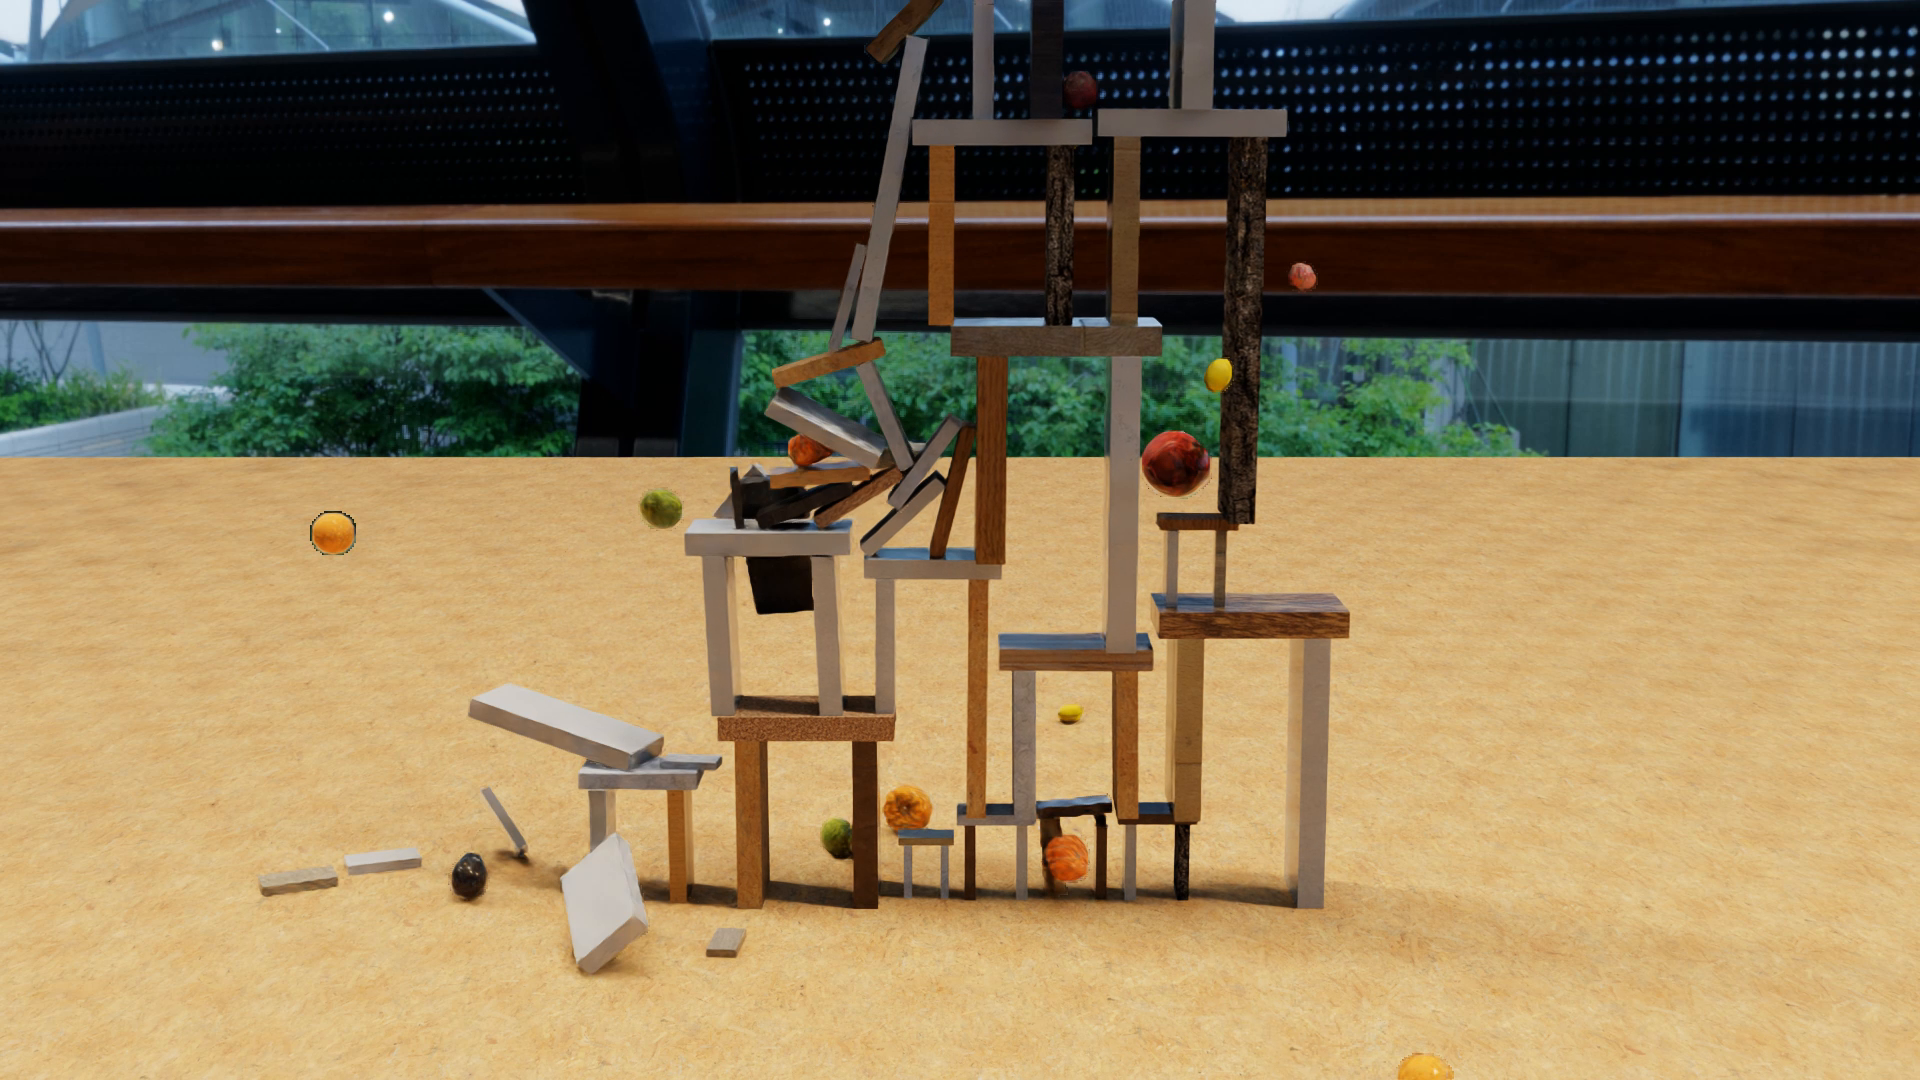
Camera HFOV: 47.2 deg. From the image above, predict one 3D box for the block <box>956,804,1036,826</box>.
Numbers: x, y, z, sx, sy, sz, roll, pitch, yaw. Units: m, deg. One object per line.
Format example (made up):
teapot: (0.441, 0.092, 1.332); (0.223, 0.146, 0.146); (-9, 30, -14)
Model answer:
block: (0.059, 0.455, 3.644); (0.129, 0.018, 0.064); (0, 11, 0)

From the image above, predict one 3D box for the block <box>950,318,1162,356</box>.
block: (0.150, -0.323, 3.495); (0.329, 0.047, 0.165); (0, 11, 0)

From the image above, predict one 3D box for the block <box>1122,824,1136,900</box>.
block: (0.281, 0.526, 3.656); (0.018, 0.130, 0.065); (0, 11, 0)

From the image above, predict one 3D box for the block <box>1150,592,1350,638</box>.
block: (0.469, 0.123, 3.585); (0.304, 0.043, 0.152); (0, 11, -1)

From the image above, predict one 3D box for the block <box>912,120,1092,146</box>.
block: (0.065, -0.638, 3.443); (0.276, 0.039, 0.138); (0, 11, 0)

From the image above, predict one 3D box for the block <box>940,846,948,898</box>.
block: (-0.025, 0.545, 3.659); (0.013, 0.092, 0.046); (0, 11, 0)

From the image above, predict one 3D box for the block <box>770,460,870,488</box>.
block: (-0.224, -0.106, 3.522); (0.158, 0.022, 0.079); (-5, 10, -4)

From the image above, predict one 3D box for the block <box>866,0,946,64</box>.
block: (-0.052, -0.832, 3.407); (0.032, 0.226, 0.113); (44, 11, -7)

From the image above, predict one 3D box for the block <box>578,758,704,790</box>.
block: (-0.526, 0.386, 3.635); (0.194, 0.027, 0.097); (0, 11, 1)

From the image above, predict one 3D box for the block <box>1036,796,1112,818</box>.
block: (0.188, 0.447, 3.678); (0.126, 0.018, 0.063); (-4, 4, -5)

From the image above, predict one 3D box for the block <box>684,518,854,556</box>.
block: (-0.306, -0.005, 3.558); (0.262, 0.037, 0.131); (0, 11, 0)

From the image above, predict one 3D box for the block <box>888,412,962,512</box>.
block: (-0.057, -0.127, 3.536); (0.024, 0.168, 0.084); (36, 8, -6)

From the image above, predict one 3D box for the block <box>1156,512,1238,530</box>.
block: (0.383, -0.030, 3.552); (0.125, 0.018, 0.063); (0, 11, -2)

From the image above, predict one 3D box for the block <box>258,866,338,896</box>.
block: (-1.115, 0.574, 3.703); (0.123, 0.017, 0.062); (-5, 13, -25)

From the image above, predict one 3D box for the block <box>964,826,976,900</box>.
block: (0.017, 0.527, 3.657); (0.018, 0.129, 0.064); (0, 11, 0)

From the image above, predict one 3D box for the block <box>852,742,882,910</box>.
block: (-0.154, 0.451, 3.640); (0.040, 0.283, 0.142); (0, 11, 0)

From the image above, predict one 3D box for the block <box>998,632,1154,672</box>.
block: (0.187, 0.182, 3.595); (0.247, 0.035, 0.124); (0, 11, 1)

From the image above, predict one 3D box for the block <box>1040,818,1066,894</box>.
block: (0.154, 0.522, 3.672); (0.018, 0.126, 0.063); (-5, 5, -15)

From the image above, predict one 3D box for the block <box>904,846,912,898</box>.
block: (-0.086, 0.545, 3.659); (0.013, 0.092, 0.046); (0, 11, 0)

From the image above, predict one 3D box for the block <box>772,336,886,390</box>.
block: (-0.209, -0.283, 3.498); (0.181, 0.026, 0.090); (-17, 10, -2)

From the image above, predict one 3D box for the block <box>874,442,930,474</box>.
block: (-0.107, -0.138, 3.610); (0.124, 0.018, 0.062); (4, -33, -9)

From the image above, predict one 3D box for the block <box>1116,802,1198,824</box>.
block: (0.325, 0.453, 3.643); (0.131, 0.018, 0.065); (0, 11, 0)

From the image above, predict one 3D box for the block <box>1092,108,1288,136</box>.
block: (0.355, -0.652, 3.438); (0.290, 0.041, 0.145); (0, 11, -1)

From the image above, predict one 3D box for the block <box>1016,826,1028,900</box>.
block: (0.102, 0.527, 3.657); (0.018, 0.129, 0.064); (0, 11, 0)

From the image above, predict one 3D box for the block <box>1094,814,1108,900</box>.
block: (0.234, 0.527, 3.662); (0.018, 0.126, 0.063); (0, 11, 0)

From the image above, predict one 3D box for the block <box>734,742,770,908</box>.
block: (-0.343, 0.451, 3.640); (0.040, 0.283, 0.142); (0, 11, 0)

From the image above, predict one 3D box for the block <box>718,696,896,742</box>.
block: (-0.249, 0.292, 3.610); (0.283, 0.040, 0.142); (0, 11, 0)

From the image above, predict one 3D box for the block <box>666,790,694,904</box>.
block: (-0.464, 0.494, 3.654); (0.027, 0.193, 0.097); (0, 11, 1)

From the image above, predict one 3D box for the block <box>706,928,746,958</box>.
block: (-0.364, 0.628, 3.429); (0.046, 0.013, 0.093); (1, 11, 4)

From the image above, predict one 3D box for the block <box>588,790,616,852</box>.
block: (-0.592, 0.494, 3.654); (0.027, 0.194, 0.097); (0, 11, 0)

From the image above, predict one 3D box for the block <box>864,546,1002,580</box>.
block: (-0.043, 0.037, 3.571); (0.221, 0.031, 0.111); (0, 10, 0)

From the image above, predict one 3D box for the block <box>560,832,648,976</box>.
block: (-0.551, 0.559, 3.401); (0.116, 0.033, 0.232); (-40, 29, 5)

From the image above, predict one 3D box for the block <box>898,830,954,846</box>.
block: (-0.056, 0.494, 3.649); (0.092, 0.013, 0.046); (0, 11, 0)

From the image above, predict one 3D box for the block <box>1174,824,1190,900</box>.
block: (0.369, 0.526, 3.657); (0.018, 0.130, 0.065); (0, 10, 0)
